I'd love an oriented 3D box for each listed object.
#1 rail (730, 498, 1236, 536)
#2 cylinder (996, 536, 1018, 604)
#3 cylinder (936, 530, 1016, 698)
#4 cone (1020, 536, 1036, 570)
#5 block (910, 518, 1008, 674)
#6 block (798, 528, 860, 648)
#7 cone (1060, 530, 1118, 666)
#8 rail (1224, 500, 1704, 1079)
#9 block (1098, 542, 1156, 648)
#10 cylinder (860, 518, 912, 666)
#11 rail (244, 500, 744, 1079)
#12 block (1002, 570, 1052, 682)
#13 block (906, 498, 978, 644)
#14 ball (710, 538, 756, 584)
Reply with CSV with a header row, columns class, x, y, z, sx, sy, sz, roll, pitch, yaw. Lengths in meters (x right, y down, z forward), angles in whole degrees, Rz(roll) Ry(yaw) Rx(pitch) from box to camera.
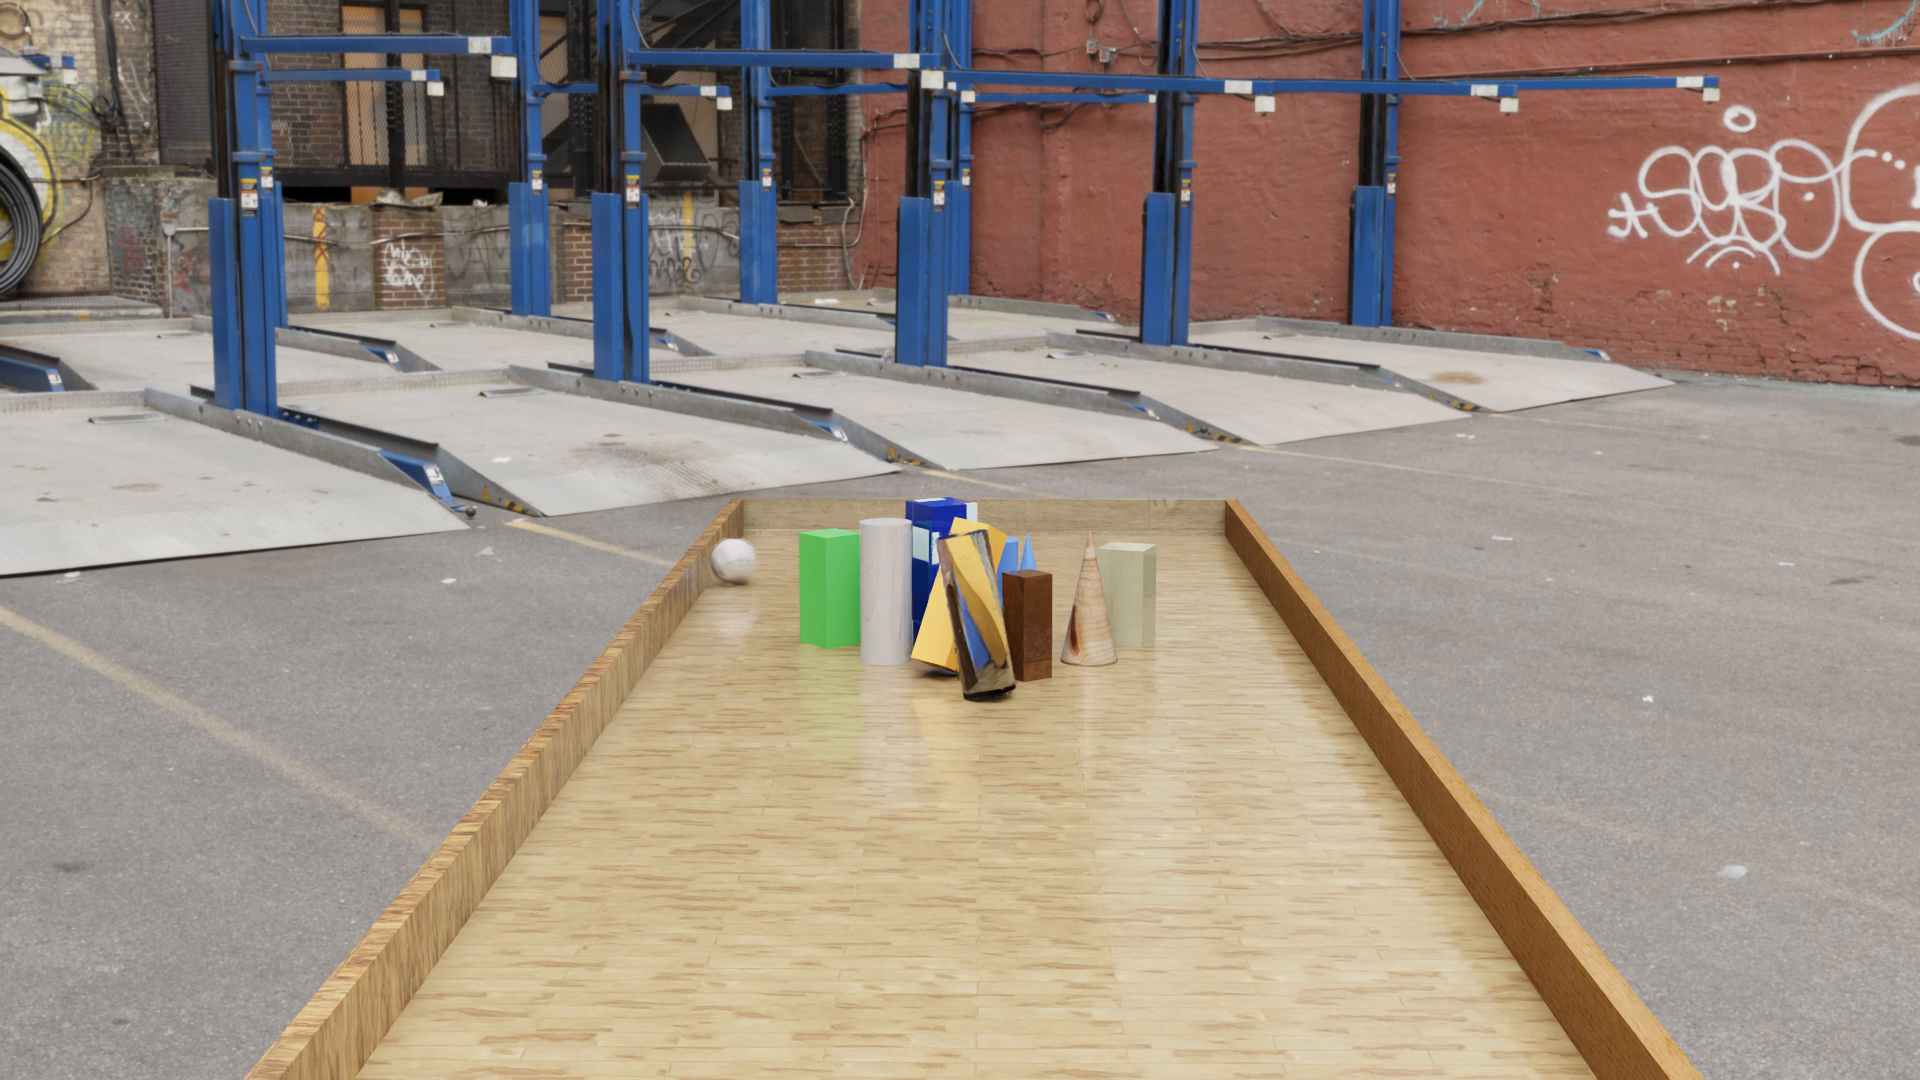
class,x,y,z,sx,sy,sz,roll,pitch,yaw
rail,0.099,-0.098,9.147,2.100,0.150,0.050,0,9,1
cylinder,0.087,0.178,6.694,0.172,0.366,0.172,2,8,0
cylinder,0.044,0.207,6.188,0.150,0.453,0.150,-10,4,1
cone,0.215,0.147,6.962,0.161,0.351,0.161,0,9,0
block,-0.001,0.165,6.502,0.121,0.435,0.121,13,-9,31
block,-0.407,0.151,6.943,0.143,0.349,0.143,-7,12,-39
cone,0.392,0.163,6.657,0.175,0.414,0.175,0,9,0
rail,1.046,0.843,3.208,0.050,0.150,12.000,0,9,1
block,0.527,0.171,6.959,0.150,0.304,0.150,3,10,21
cylinder,-0.225,0.155,6.675,0.159,0.425,0.159,0,9,0
rail,-1.004,0.839,3.234,0.050,0.150,12.000,0,9,1
block,0.197,0.250,6.447,0.105,0.309,0.105,-7,11,-36
block,-0.059,0.104,6.911,0.164,0.451,0.164,-5,11,-31
ball,-0.822,0.078,7.982,0.167,0.167,0.167,0,9,0
